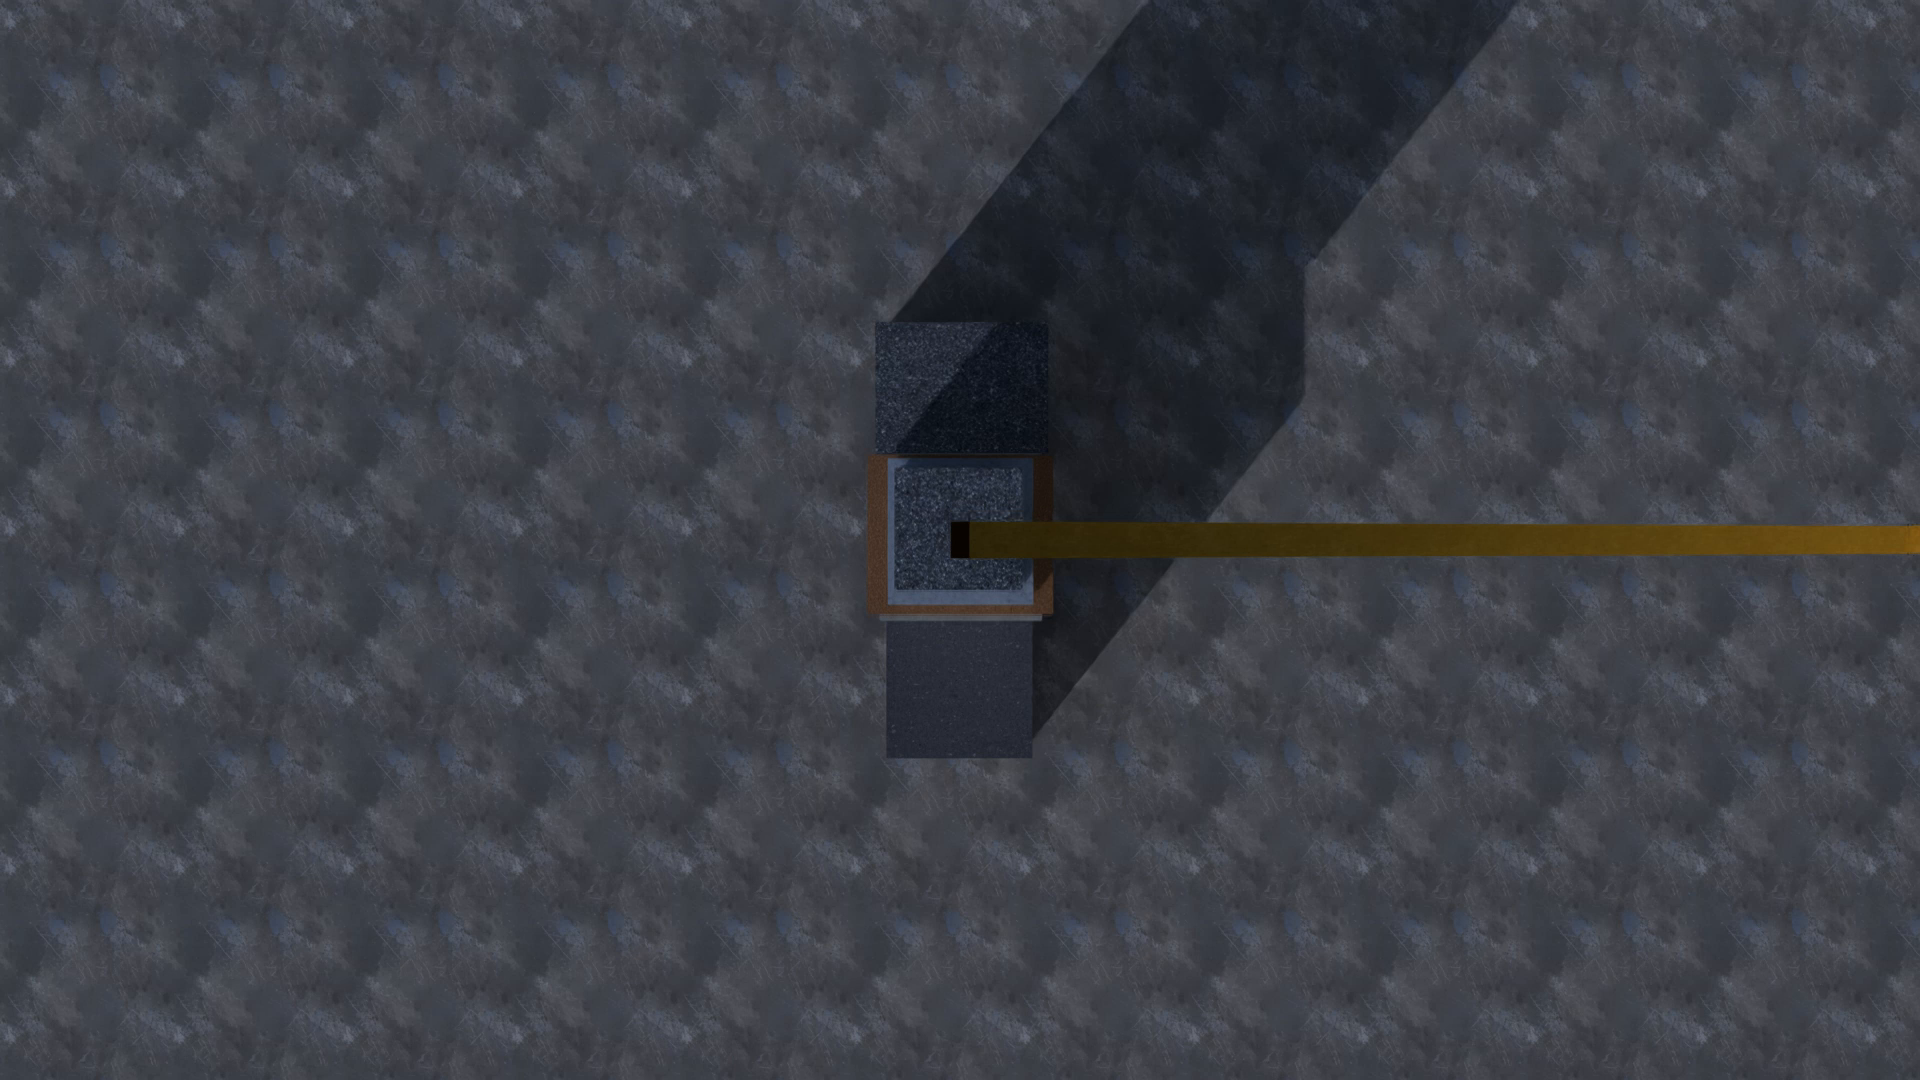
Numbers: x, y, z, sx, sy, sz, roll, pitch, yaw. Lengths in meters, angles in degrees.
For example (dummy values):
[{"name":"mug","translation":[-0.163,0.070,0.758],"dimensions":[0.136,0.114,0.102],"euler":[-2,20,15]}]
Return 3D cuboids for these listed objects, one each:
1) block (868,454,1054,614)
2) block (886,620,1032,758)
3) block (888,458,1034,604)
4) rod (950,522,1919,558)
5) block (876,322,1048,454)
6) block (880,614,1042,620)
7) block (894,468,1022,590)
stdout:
[{"name":"block","translation":[0.001,-0.020,10.992],"dimensions":[0.891,0.891,0.766],"euler":[0,89,0]},{"name":"block","translation":[-0.003,0.796,12.597],"dimensions":[0.809,0.807,0.830],"euler":[0,90,0]},{"name":"block","translation":[0.002,-0.033,10.197],"dimensions":[0.652,0.699,0.657],"euler":[0,89,0]},{"name":"rod","translation":[2.234,0.000,6.123],"dimensions":[5.200,0.080,0.080],"euler":[0,90,-31]},{"name":"block","translation":[0.010,-0.805,12.612],"dimensions":[0.961,0.776,0.811],"euler":[0,90,0]},{"name":"block","translation":[0.004,-0.006,11.818],"dimensions":[0.845,0.763,0.867],"euler":[0,89,0]},{"name":"block","translation":[-0.006,-0.043,9.587],"dimensions":[0.543,0.521,0.519],"euler":[0,89,0]}]
